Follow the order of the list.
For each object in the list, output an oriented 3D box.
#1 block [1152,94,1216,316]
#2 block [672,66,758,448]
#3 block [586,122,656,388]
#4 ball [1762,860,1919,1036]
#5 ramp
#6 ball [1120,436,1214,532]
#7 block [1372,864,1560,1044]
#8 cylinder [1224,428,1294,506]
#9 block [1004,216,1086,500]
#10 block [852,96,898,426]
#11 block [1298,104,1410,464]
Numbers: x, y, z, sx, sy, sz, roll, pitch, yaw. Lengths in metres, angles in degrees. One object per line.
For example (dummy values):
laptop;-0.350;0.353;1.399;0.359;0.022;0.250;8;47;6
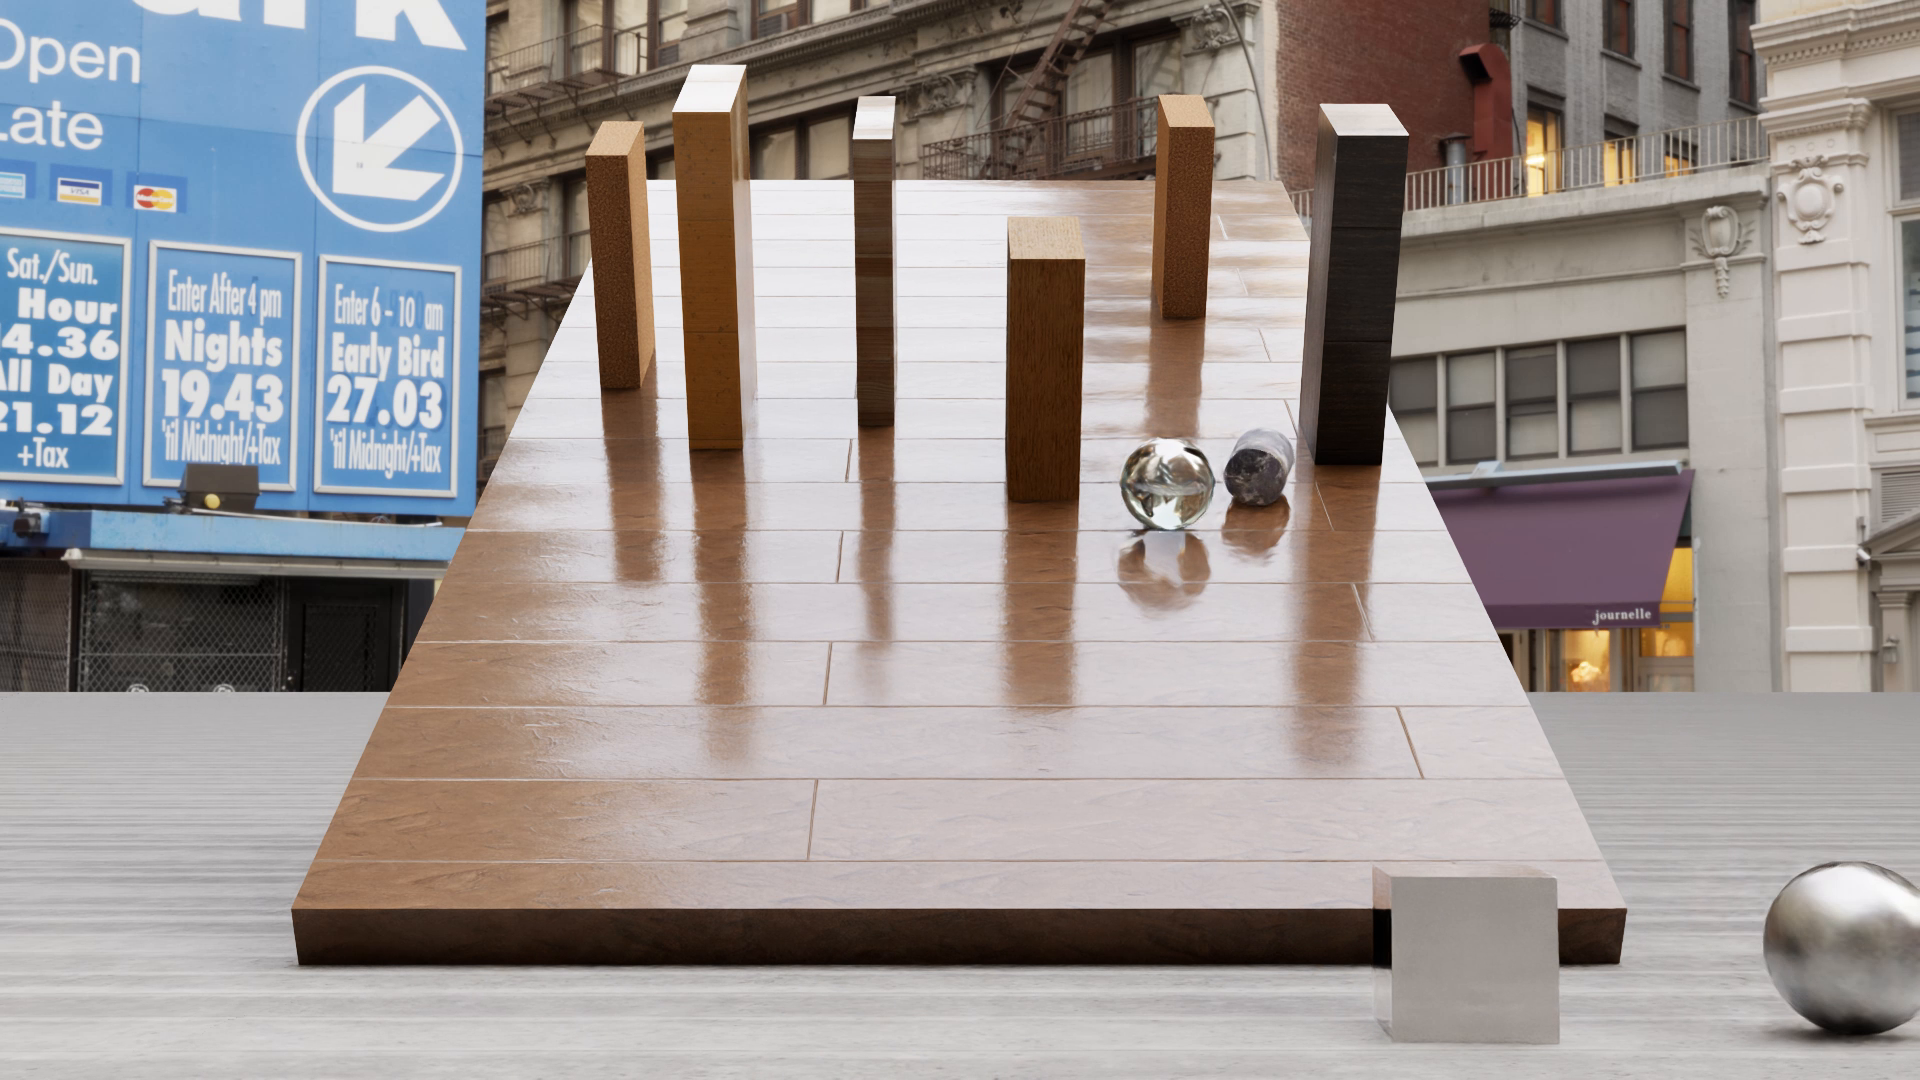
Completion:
block;0.573;-0.865;6.018;0.113;0.495;0.331;0;24;0
block;-0.539;-0.633;5.186;0.119;0.754;0.425;0;24;0
block;-0.800;-0.676;5.516;0.096;0.560;0.304;0;24;0
ball;1.083;0.494;2.827;0.209;0.209;0.209;0;-4;0
ramp;-0.008;-0.229;5.332;2.000;0.100;4.000;0;24;0
ball;0.420;-0.114;4.727;0.191;0.191;0.191;0;-4;0
block;0.615;0.502;2.852;0.195;0.195;0.195;0;-4;4
cylinder;0.628;-0.154;4.895;0.128;0.128;0.128;-1;23;17
block;0.176;-0.385;4.919;0.150;0.526;0.296;0;24;0
block;-0.190;-0.638;5.313;0.084;0.660;0.377;0;24;0
block;0.845;-0.550;5.040;0.146;0.730;0.262;0;24;0
